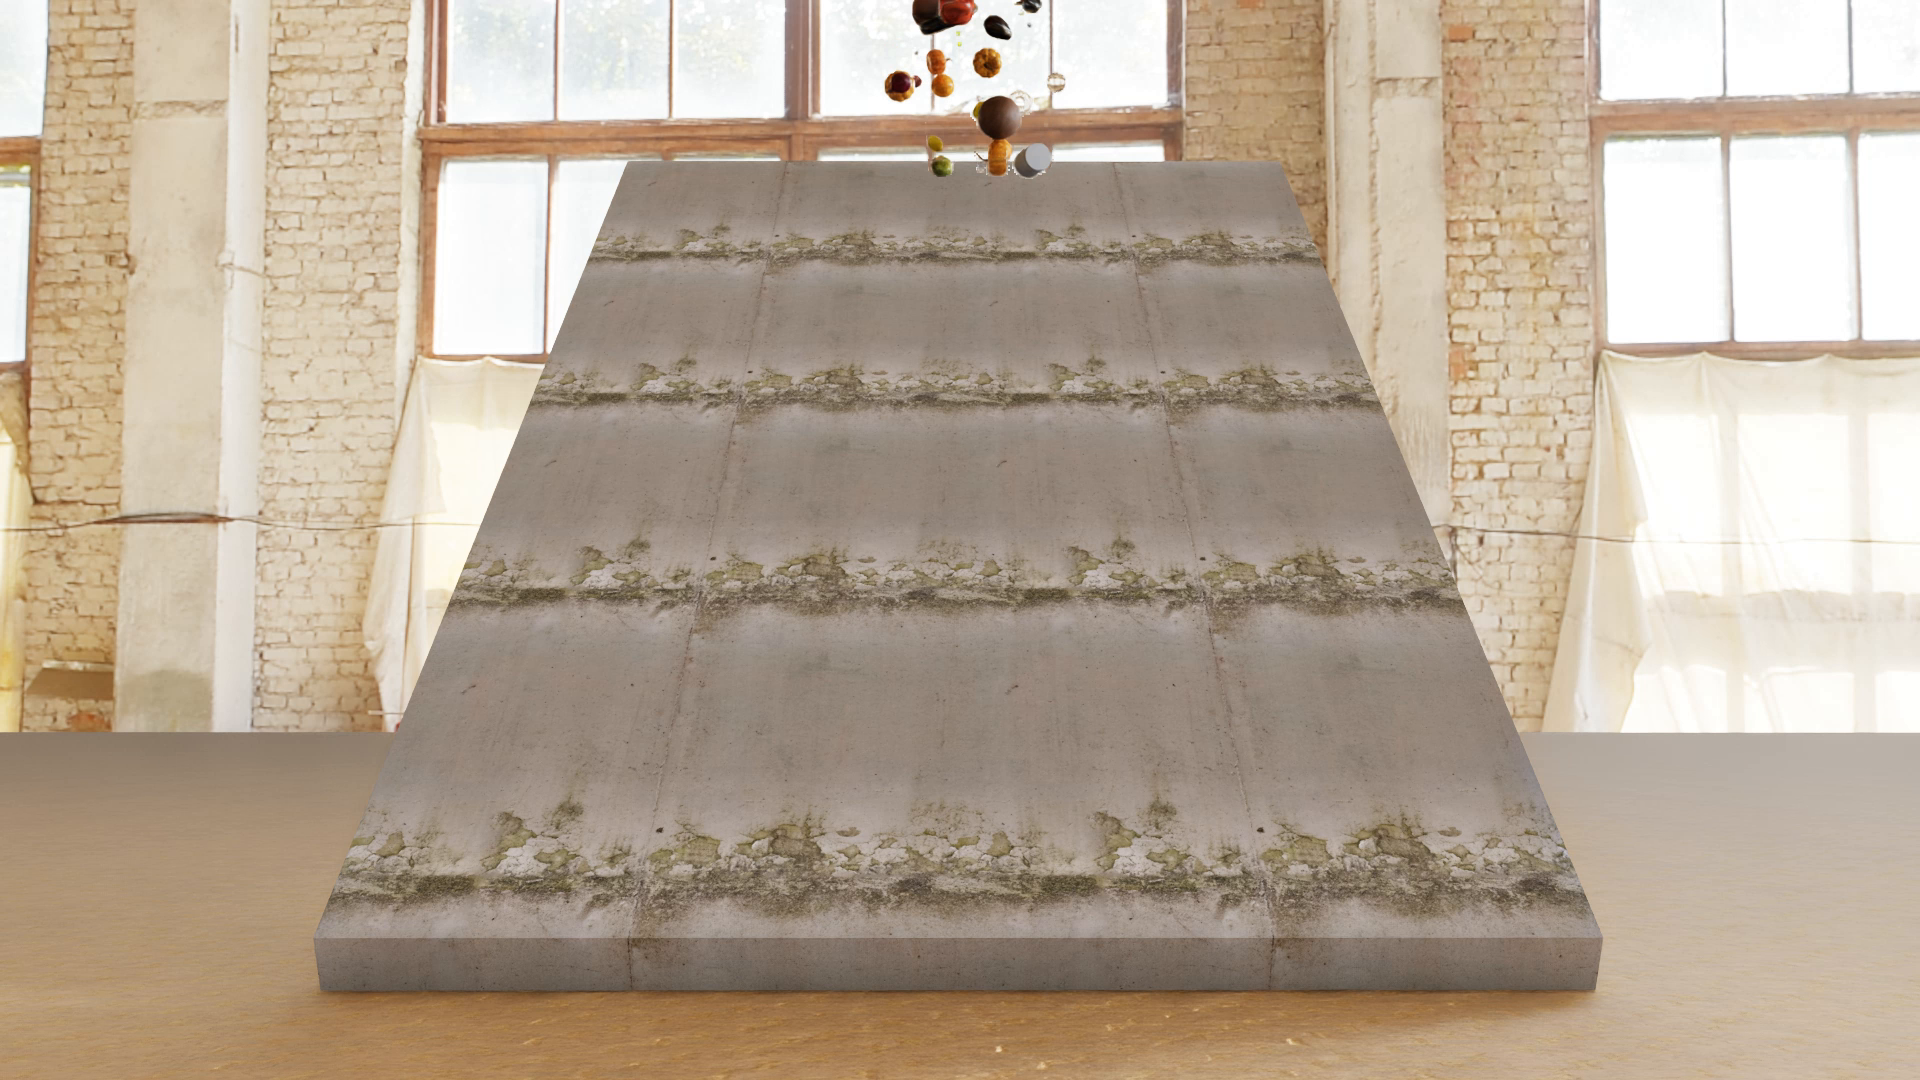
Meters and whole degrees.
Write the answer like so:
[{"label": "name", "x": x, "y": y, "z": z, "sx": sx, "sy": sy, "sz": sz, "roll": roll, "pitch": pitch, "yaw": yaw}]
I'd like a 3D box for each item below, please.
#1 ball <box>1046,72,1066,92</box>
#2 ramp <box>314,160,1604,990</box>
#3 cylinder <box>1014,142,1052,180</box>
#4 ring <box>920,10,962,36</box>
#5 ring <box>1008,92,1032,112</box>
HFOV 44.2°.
[{"label": "ball", "x": 0.280, "y": -1.329, "z": 6.859, "sx": 0.058, "sy": 0.058, "sz": 0.058, "roll": 0, "pitch": -4, "yaw": 0}, {"label": "ramp", "x": -0.010, "y": -0.228, "z": 5.475, "sx": 2.000, "sy": 0.100, "sz": 4.000, "roll": 0, "pitch": 26, "yaw": 0}, {"label": "cylinder", "x": 0.214, "y": -1.114, "z": 6.930, "sx": 0.082, "sy": 0.082, "sz": 0.082, "roll": 3, "pitch": -22, "yaw": -31}, {"label": "ring", "x": -0.057, "y": -1.506, "z": 6.884, "sx": 0.131, "sy": 0.044, "sz": 0.131, "roll": -21, "pitch": 9, "yaw": 3}, {"label": "ring", "x": 0.181, "y": -1.321, "z": 7.131, "sx": 0.076, "sy": 0.076, "sz": 0.025, "roll": 2, "pitch": -34, "yaw": -23}]
